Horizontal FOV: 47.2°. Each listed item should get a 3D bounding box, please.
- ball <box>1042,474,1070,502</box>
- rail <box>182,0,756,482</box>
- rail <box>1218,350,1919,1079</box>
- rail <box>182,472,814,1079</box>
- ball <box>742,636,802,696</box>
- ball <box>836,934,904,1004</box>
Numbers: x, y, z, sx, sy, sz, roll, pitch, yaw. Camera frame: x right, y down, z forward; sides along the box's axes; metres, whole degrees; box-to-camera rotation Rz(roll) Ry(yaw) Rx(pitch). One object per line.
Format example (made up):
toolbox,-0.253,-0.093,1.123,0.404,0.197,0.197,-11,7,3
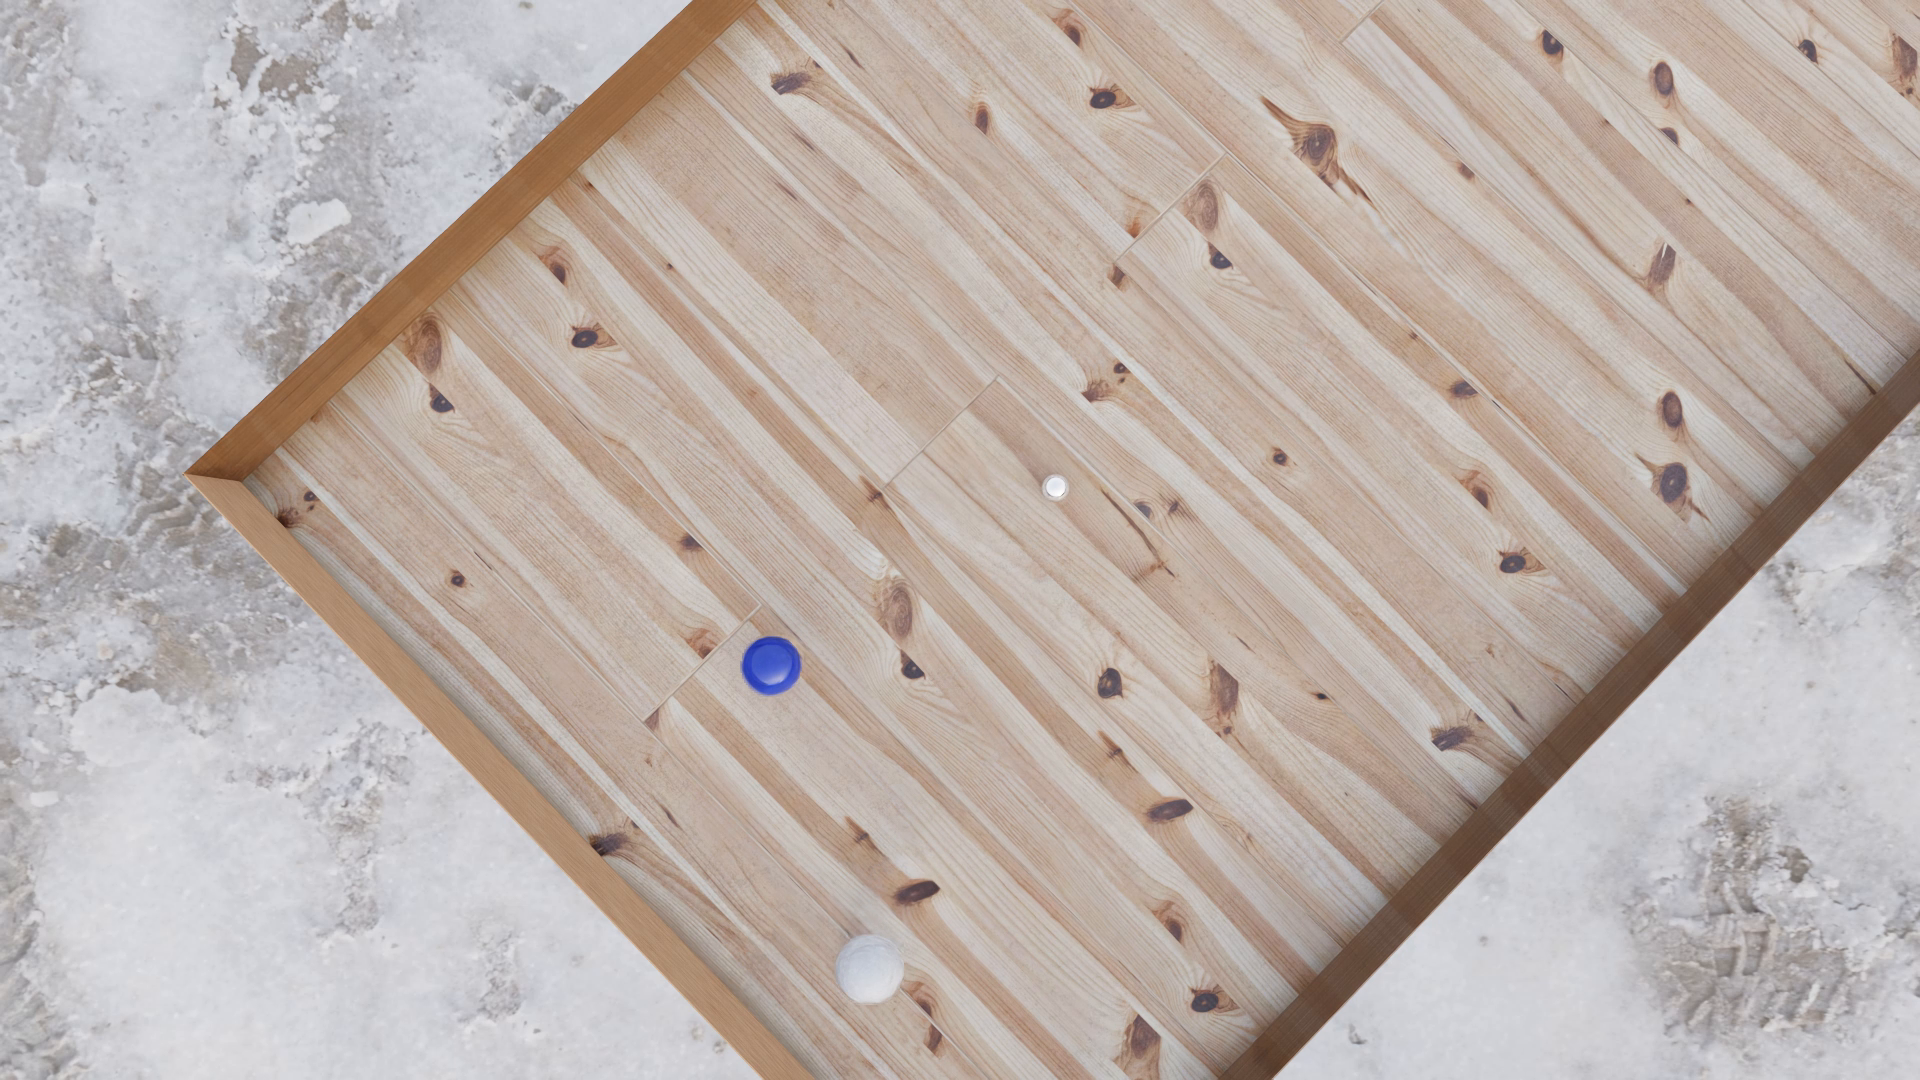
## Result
ball,0.144,-0.078,3.301,0.042,0.042,0.042,0,81,0
rail,-0.063,-1.105,3.419,2.969,0.128,0.045,-45,84,-6
rail,1.114,0.061,3.234,2.969,0.128,0.045,-45,84,-6
rail,-0.509,0.497,3.165,0.045,0.128,1.714,-45,84,-6
ball,-0.276,0.185,3.236,0.087,0.087,0.087,0,81,0
ball,-0.130,0.617,3.162,0.098,0.098,0.098,0,81,0
